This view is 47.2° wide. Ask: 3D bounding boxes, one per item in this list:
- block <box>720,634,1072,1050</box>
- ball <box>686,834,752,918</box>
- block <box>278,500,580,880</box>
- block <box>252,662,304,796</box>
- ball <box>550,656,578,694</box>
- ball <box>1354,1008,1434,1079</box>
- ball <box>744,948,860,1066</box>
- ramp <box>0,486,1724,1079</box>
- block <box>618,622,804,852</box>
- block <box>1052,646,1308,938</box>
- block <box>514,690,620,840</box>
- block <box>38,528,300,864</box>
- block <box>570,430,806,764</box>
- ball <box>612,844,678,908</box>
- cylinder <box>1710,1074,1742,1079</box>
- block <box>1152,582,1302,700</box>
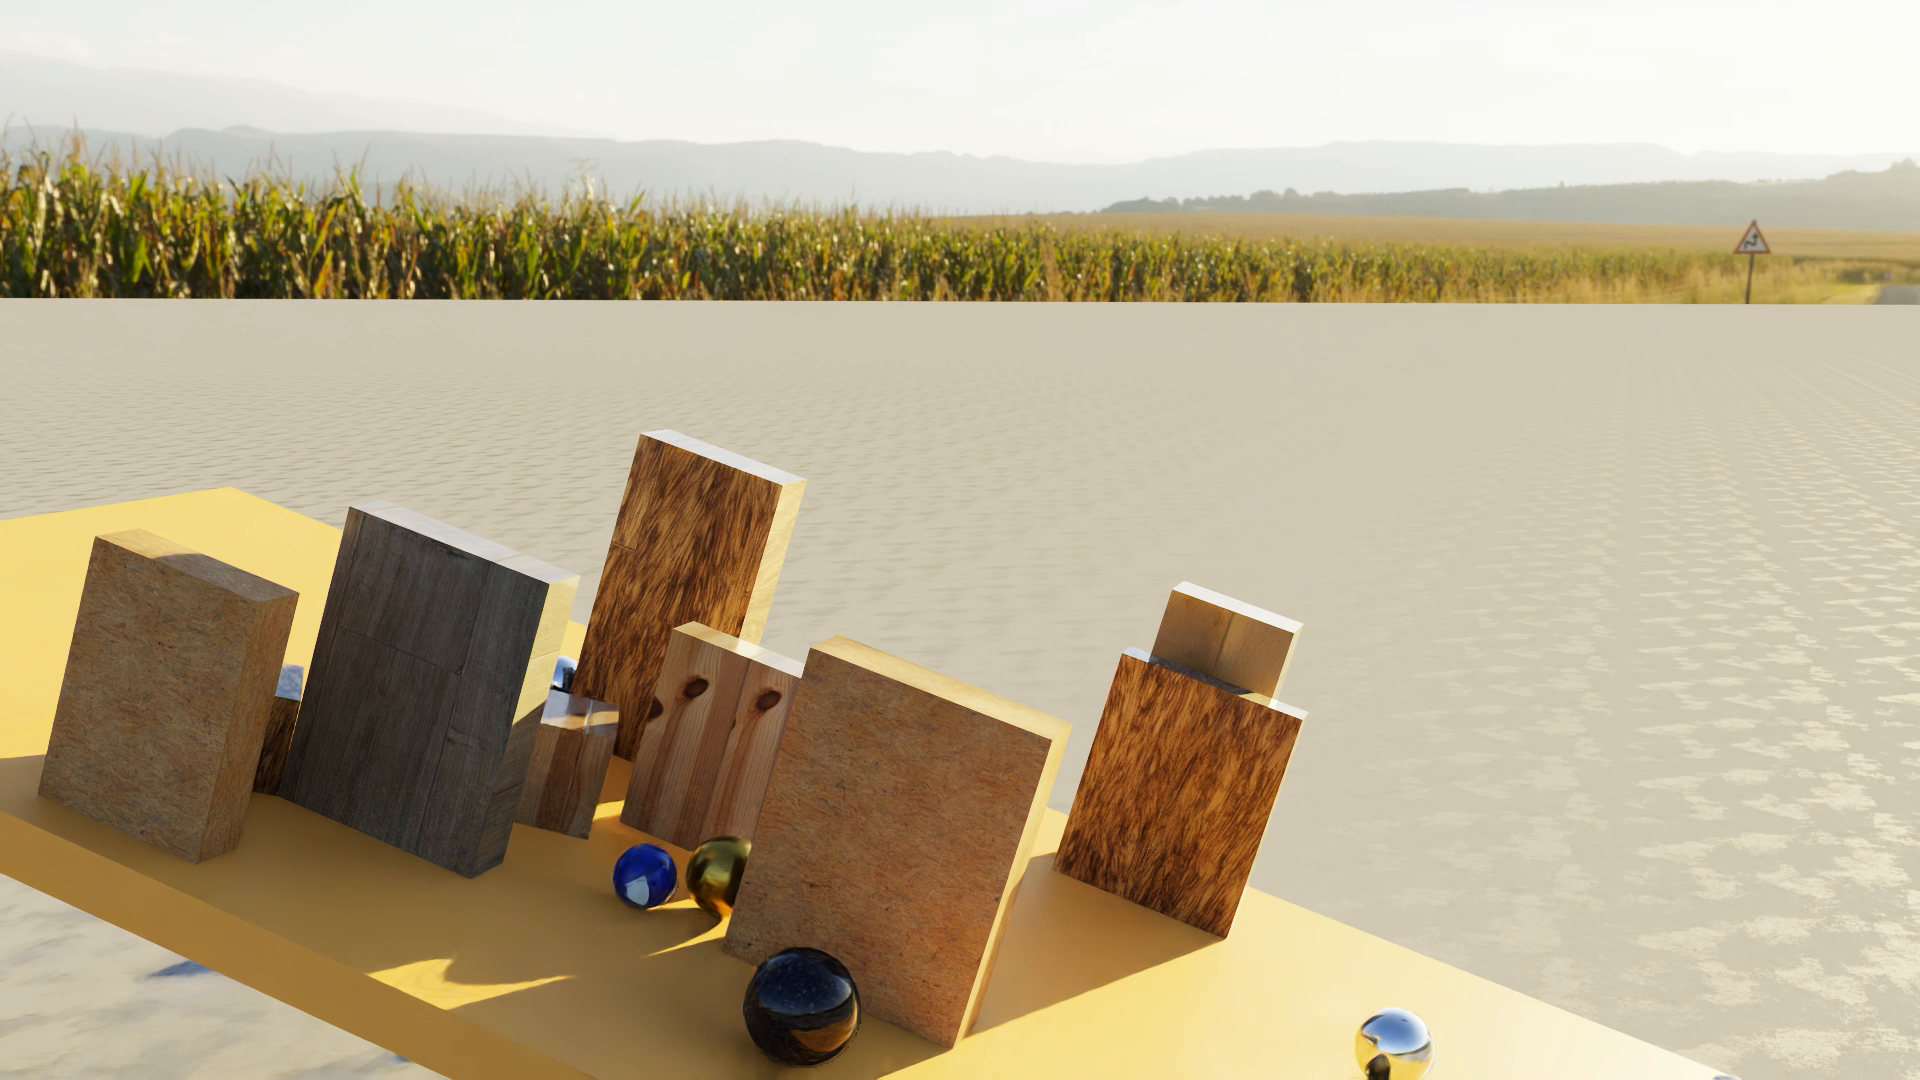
[{"bbox_3d":[-0.112,0.510,3.754,0.441,0.567,0.136,20,12,14],"label":"block"},{"bbox_3d":[-0.418,0.602,3.937,0.146,0.146,0.146,0,7,0],"label":"ball"},{"bbox_3d":[-0.927,0.256,3.828,0.396,0.545,0.112,20,12,14],"label":"block"},{"bbox_3d":[-1.284,0.321,3.915,0.182,0.182,0.182,13,12,-18],"label":"block"},{"bbox_3d":[-0.860,0.312,4.693,0.131,0.131,0.131,0,7,0],"label":"ball"},{"bbox_3d":[0.807,0.945,4.092,0.147,0.147,0.147,0,7,0],"label":"ball"},{"bbox_3d":[-0.249,0.735,3.465,0.184,0.184,0.184,0,7,0],"label":"ball"},{"bbox_3d":[-0.361,0.688,4.229,4.000,0.100,2.000,20,12,14],"label":"ramp"},{"bbox_3d":[-0.444,0.401,4.201,0.312,0.401,0.095,20,12,14],"label":"block"},{"bbox_3d":[0.461,0.532,4.641,0.398,0.500,0.083,20,12,14],"label":"block"},{"bbox_3d":[-0.773,0.415,4.162,0.202,0.202,0.202,15,12,-10],"label":"block"},{"bbox_3d":[-1.287,0.251,3.571,0.314,0.452,0.111,20,12,14],"label":"block"},{"bbox_3d":[-0.578,0.140,4.573,0.326,0.664,0.134,20,12,14],"label":"block"},{"bbox_3d":[-0.554,0.592,3.871,0.113,0.113,0.113,0,7,0],"label":"ball"},{"bbox_3d":[1.520,1.128,4.322,0.114,0.114,0.114,0,10,4],"label":"cylinder"},{"bbox_3d":[0.512,0.439,4.824,0.277,0.629,0.132,20,12,14],"label":"block"}]
